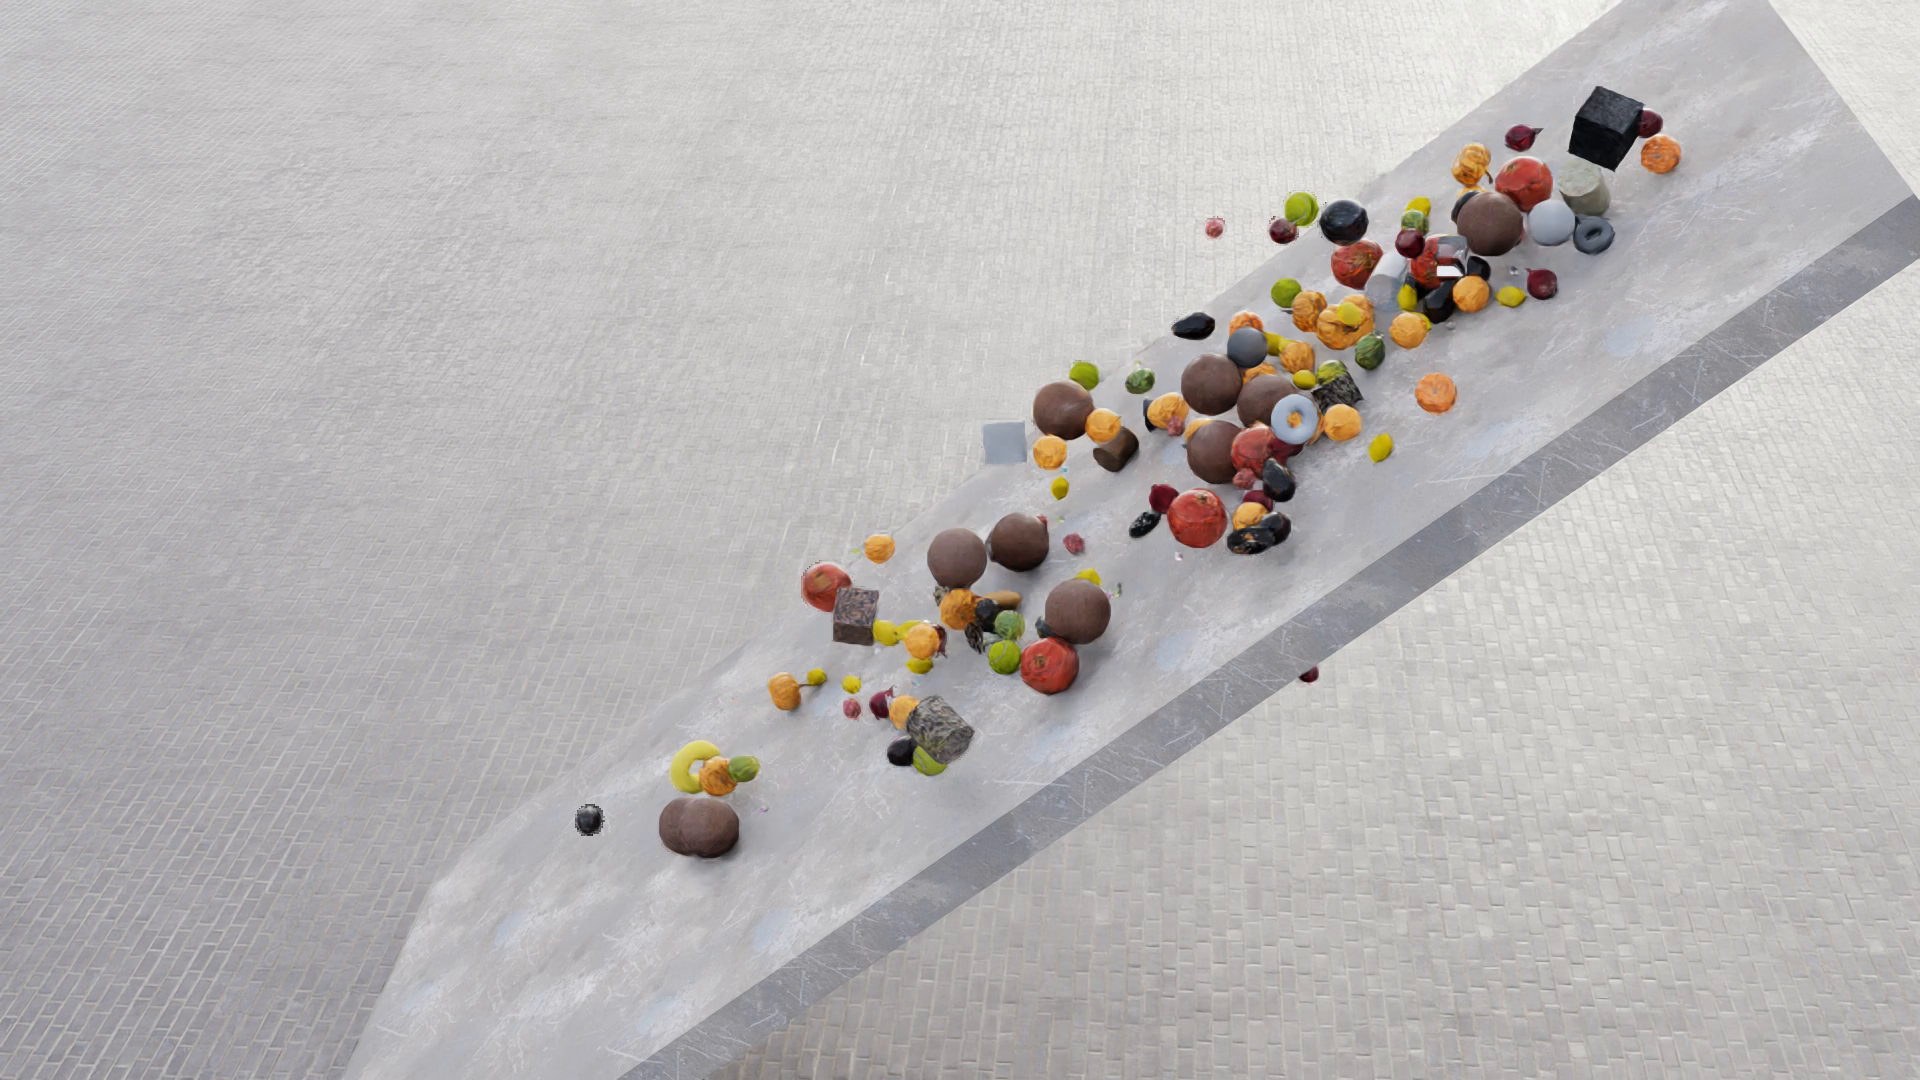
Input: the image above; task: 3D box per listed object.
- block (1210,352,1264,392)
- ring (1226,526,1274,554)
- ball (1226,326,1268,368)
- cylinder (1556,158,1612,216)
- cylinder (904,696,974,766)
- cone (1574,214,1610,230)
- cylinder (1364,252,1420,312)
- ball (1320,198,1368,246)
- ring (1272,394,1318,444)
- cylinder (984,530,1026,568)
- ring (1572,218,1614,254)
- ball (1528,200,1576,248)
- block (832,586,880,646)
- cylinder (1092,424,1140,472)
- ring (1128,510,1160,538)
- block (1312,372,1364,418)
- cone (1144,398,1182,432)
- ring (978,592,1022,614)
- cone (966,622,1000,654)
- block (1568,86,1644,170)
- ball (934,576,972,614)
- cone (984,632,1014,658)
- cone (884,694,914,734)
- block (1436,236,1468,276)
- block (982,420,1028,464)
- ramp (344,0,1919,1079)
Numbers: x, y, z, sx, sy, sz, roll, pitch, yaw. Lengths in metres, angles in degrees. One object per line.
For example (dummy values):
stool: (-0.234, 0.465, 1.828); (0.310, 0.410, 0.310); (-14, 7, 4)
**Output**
block: (0.594, -0.369, 6.291); (0.071, 0.071, 0.071); (-39, 5, -18)
ring: (0.531, 0.002, 5.378); (0.089, 0.089, 0.030); (-2, 66, -5)
ball: (0.595, -0.398, 6.086); (0.086, 0.086, 0.086); (0, 24, 0)
cylinder: (1.210, -0.682, 5.704); (0.086, 0.086, 0.086); (16, -16, 32)
cylinder: (-0.039, 0.359, 5.561); (0.094, 0.094, 0.094); (-21, 51, -39)
cone: (1.216, -0.607, 5.648); (0.067, 0.067, 0.067); (-18, 26, -4)
cylinder: (0.896, -0.536, 6.097); (0.090, 0.090, 0.090); (11, 42, 23)
ball: (0.787, -0.652, 6.024); (0.099, 0.099, 0.099); (0, 24, 0)
ring: (0.625, -0.225, 5.493); (0.094, 0.094, 0.031); (-8, 6, -18)
cylinder: (0.099, 0.019, 6.475); (0.070, 0.070, 0.070); (15, 17, -23)
ring: (1.197, -0.574, 5.559); (0.078, 0.026, 0.078); (-11, 55, 15)
ball: (1.118, -0.599, 5.561); (0.090, 0.090, 0.090); (0, 24, 0)
block: (-0.237, 0.175, 6.720); (0.094, 0.094, 0.094); (7, 60, 2)
cylinder: (0.346, -0.203, 6.527); (0.076, 0.076, 0.076); (20, 58, 38)
ring: (0.381, -0.033, 6.083); (0.079, 0.026, 0.079); (-37, 15, 12)
block: (0.745, -0.285, 5.805); (0.060, 0.060, 0.060); (-29, 1, -36)
cone: (0.458, -0.284, 6.564); (0.079, 0.079, 0.079); (-7, 21, 18)
ring: (0.084, 0.134, 6.222); (0.094, 0.031, 0.094); (-7, -19, -2)
cone: (0.061, 0.196, 6.209); (0.069, 0.069, 0.069); (-19, 30, -36)
block: (1.222, -0.779, 5.563); (0.097, 0.097, 0.097); (26, 56, 19)
ball: (-0.016, 0.120, 6.496); (0.084, 0.084, 0.084); (0, 24, 0)
cone: (0.083, 0.214, 6.116); (0.057, 0.057, 0.057); (-8, 22, 13)
cone: (-0.133, 0.351, 6.158); (0.078, 0.078, 0.078); (-37, 16, 13)
block: (0.964, -0.556, 5.760); (0.056, 0.056, 0.056); (4, 58, 15)
block: (0.099, -0.216, 6.468); (0.090, 0.090, 0.090); (-3, 6, 3)
ramp: (0.121, 0.185, 6.341); (4.000, 0.100, 2.000); (-36, 16, 18)
